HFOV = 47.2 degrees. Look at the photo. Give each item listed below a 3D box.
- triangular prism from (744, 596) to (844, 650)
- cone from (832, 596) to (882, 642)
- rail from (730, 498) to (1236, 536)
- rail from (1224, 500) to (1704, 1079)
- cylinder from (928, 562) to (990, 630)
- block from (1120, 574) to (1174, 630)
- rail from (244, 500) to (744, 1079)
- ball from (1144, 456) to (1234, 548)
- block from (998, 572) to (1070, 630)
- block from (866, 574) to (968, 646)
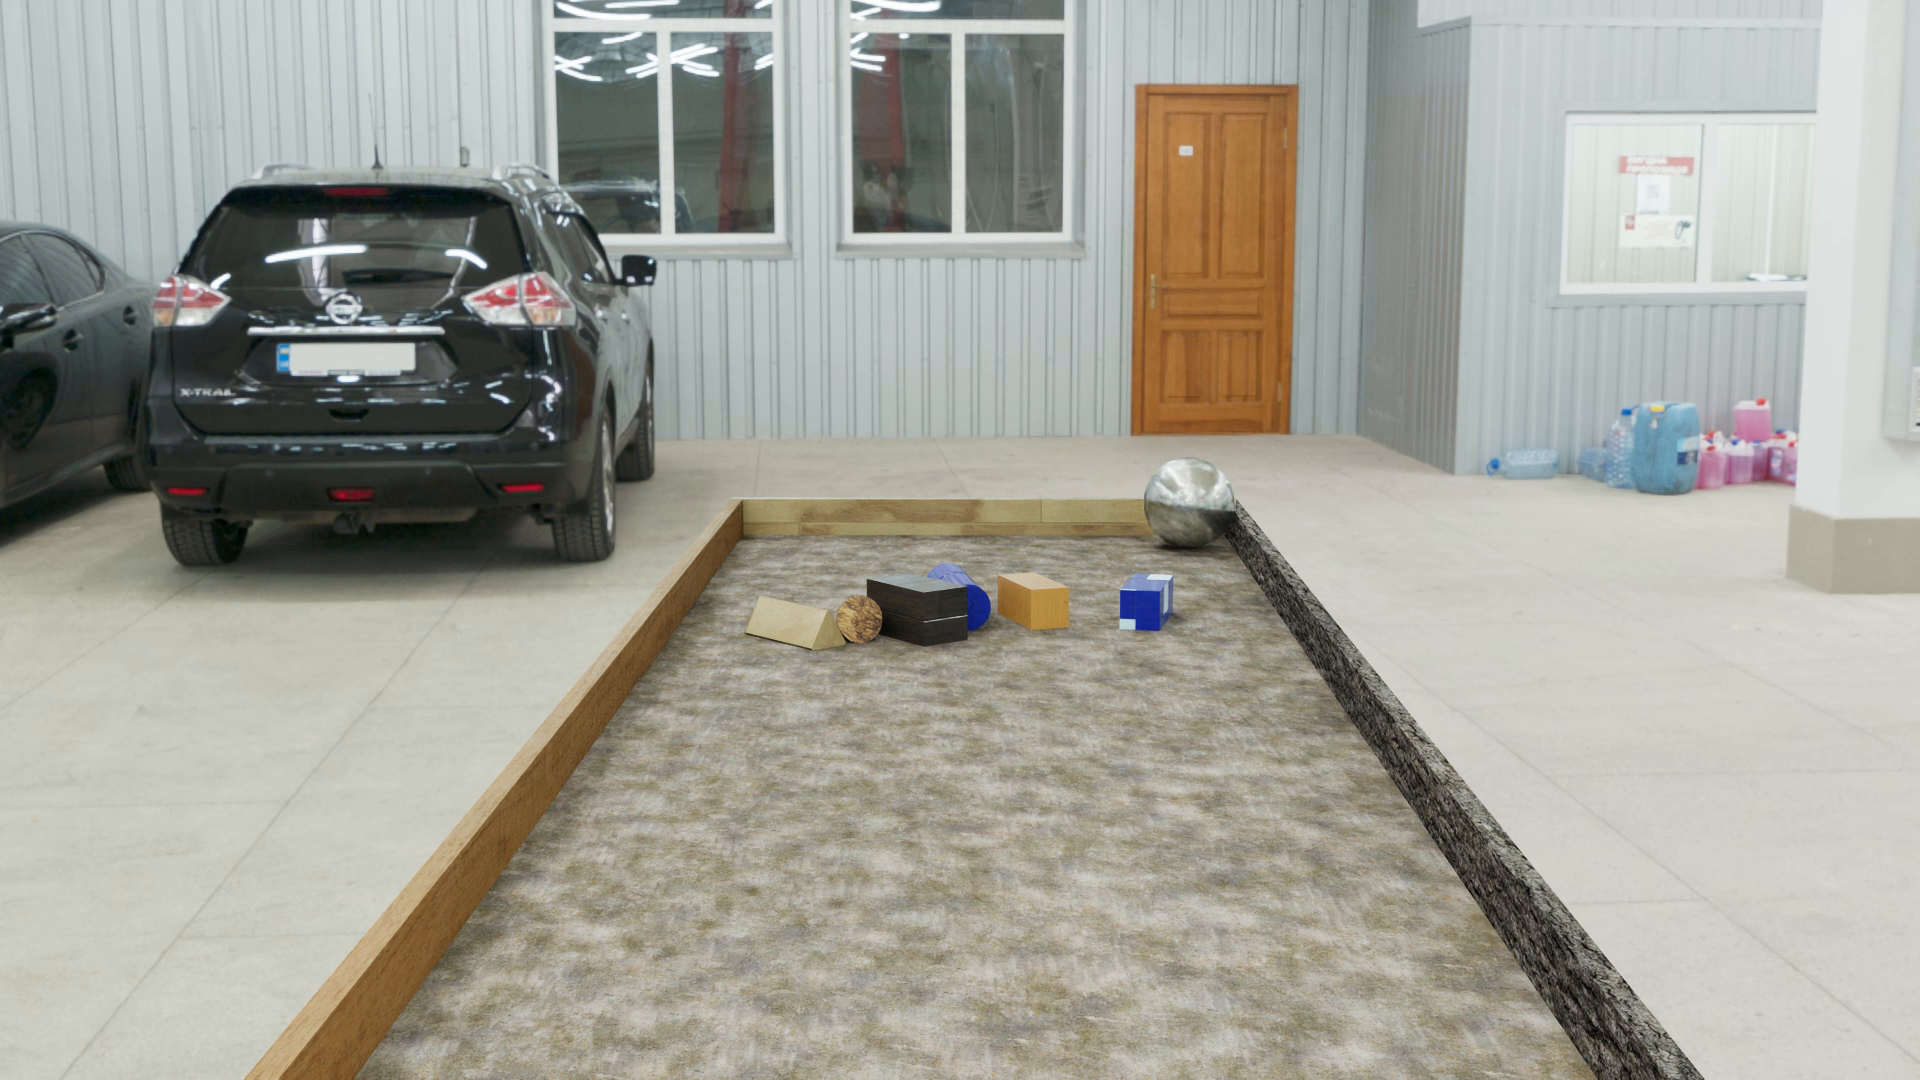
[{"bbox_3d":[-0.529,0.256,7.001,0.134,0.116,0.348,-9,12,-42],"label":"triangular prism"},{"bbox_3d":[-0.382,0.261,7.126,0.150,0.150,0.360,-4,-2,-21],"label":"cone"},{"bbox_3d":[0.099,-0.098,9.147,2.100,0.150,0.050,0,9,1],"label":"rail"},{"bbox_3d":[1.046,0.843,3.208,0.050,0.150,12.000,0,9,1],"label":"rail"},{"bbox_3d":[-0.009,0.186,7.347,0.151,0.151,0.438,-1,9,-9],"label":"cylinder"},{"bbox_3d":[0.622,0.204,7.306,0.130,0.130,0.318,2,9,13],"label":"block"},{"bbox_3d":[-1.004,0.839,3.234,0.050,0.150,12.000,0,9,1],"label":"rail"},{"bbox_3d":[0.915,-0.150,8.797,0.364,0.364,0.364,0,9,0],"label":"ball"},{"bbox_3d":[0.242,0.201,7.314,0.133,0.133,0.304,-3,10,-20],"label":"block"},{"bbox_3d":[-0.139,0.222,7.058,0.173,0.173,0.312,-7,11,-37],"label":"block"}]
